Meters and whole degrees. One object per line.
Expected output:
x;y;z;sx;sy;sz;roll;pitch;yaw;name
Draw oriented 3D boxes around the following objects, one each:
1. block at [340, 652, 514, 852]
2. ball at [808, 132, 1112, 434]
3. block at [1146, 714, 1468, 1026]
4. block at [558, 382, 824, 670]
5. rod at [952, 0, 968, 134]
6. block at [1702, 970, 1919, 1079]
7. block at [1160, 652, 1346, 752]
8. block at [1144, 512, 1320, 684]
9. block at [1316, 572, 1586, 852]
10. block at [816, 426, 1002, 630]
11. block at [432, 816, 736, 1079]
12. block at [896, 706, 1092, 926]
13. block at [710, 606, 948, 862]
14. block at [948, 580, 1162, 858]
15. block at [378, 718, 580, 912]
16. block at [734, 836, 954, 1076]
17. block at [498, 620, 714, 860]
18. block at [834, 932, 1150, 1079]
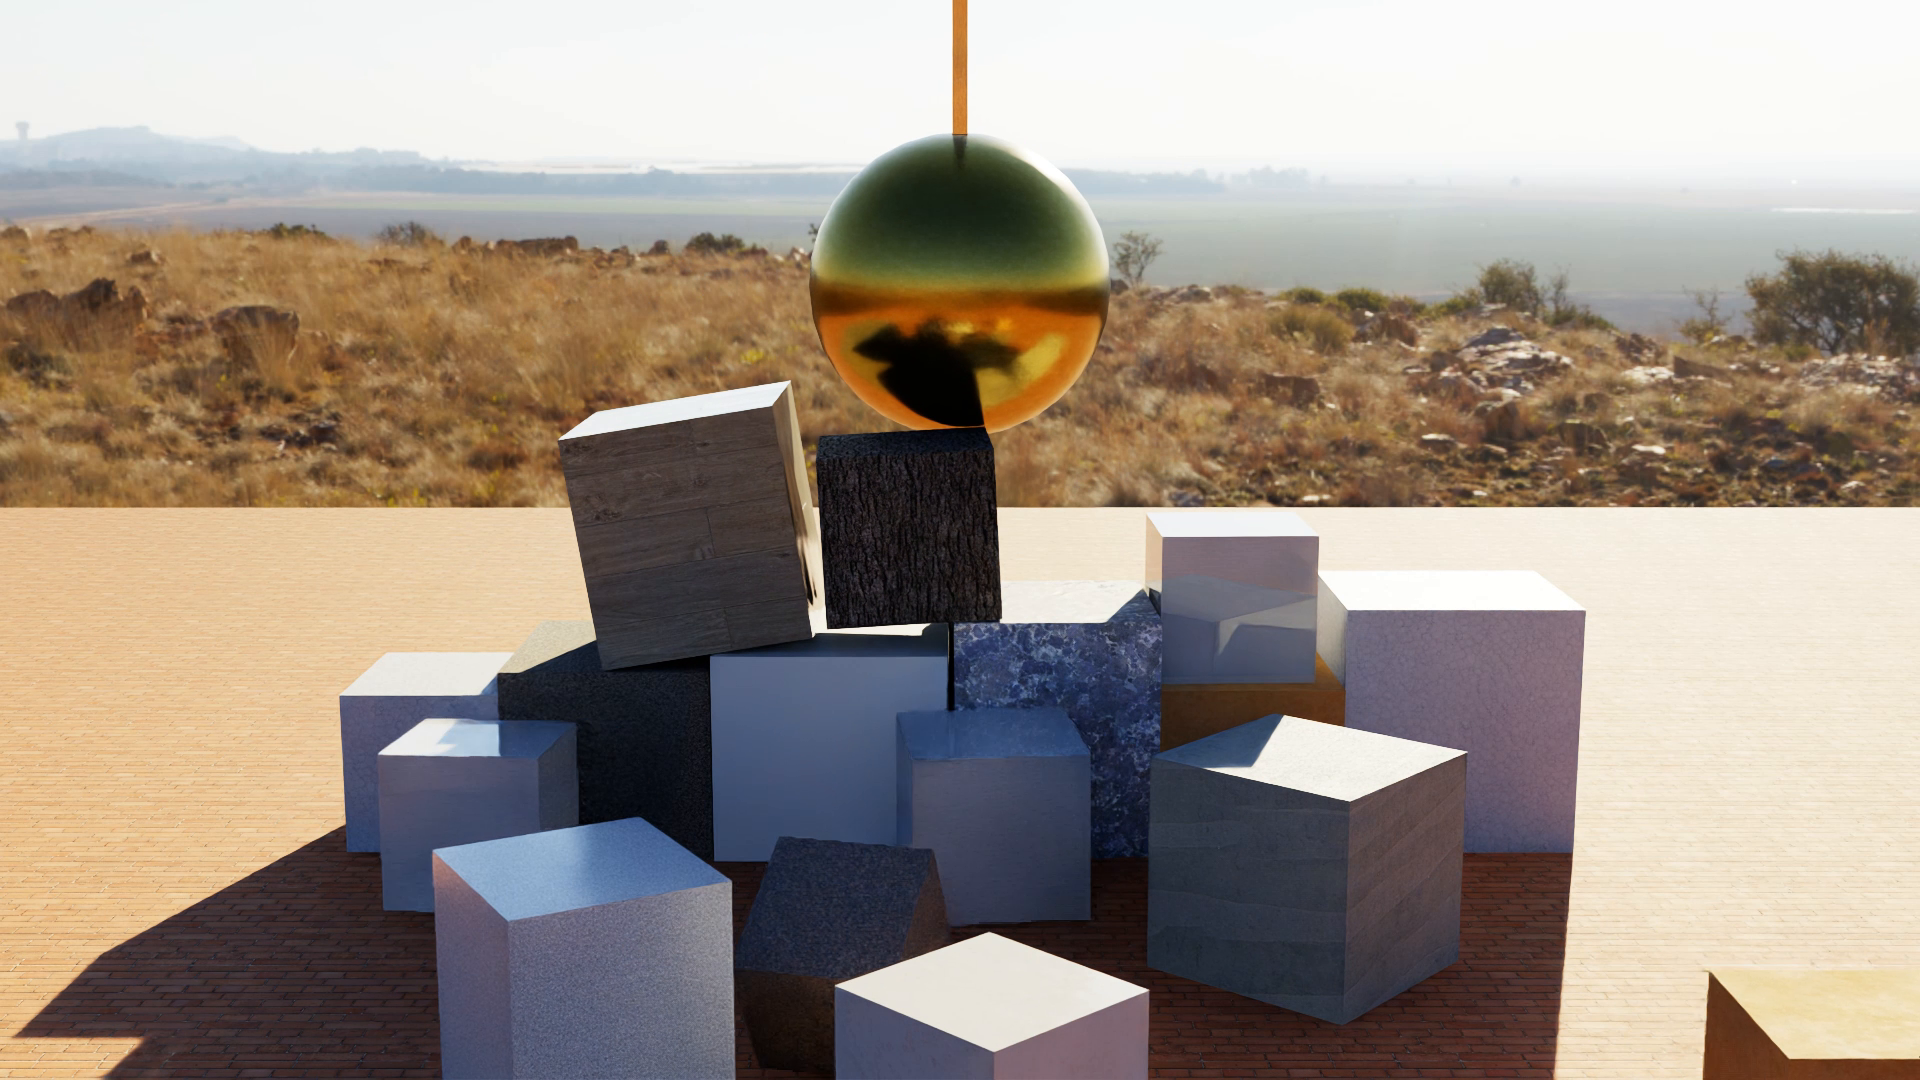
-2.663;1.081;11.368;0.798;0.807;0.919;0;10;0;block
0.000;-1.346;11.647;1.600;1.600;1.600;0;10;0;ball
1.483;1.370;9.417;0.975;0.936;0.946;9;14;40;block
-1.319;-0.100;11.167;1.044;1.151;1.110;-9;10;2;block
0.000;-4.598;10.653;0.080;5.200;0.080;0;17;0;rod
2.955;1.883;7.157;0.833;0.734;0.733;0;10;0;block
1.435;1.065;11.369;0.913;0.837;0.989;0;10;-1;block
1.372;0.285;11.239;0.776;0.745;0.706;0;10;-2;block
2.480;0.863;11.350;1.165;1.240;0.983;0;10;0;block
-0.259;-0.077;11.044;0.857;0.834;0.871;-3;10;-2;block
-1.374;1.629;8.008;0.816;0.930;0.865;-6;12;-29;block
0.143;1.282;10.325;0.811;0.782;0.853;-1;10;-6;block
-0.637;0.970;11.338;1.152;1.035;1.187;0;10;0;block
0.462;0.897;11.296;1.014;1.194;1.029;0;10;-2;block
-2.251;1.290;10.364;0.742;0.738;0.694;1;9;5;block
-0.434;1.600;8.394;0.623;0.605;0.645;3;41;15;block
-1.738;1.008;11.368;1.032;0.949;1.173;0;10;0;block
0.104;1.846;7.320;0.719;0.750;0.748;-10;14;-43;block
